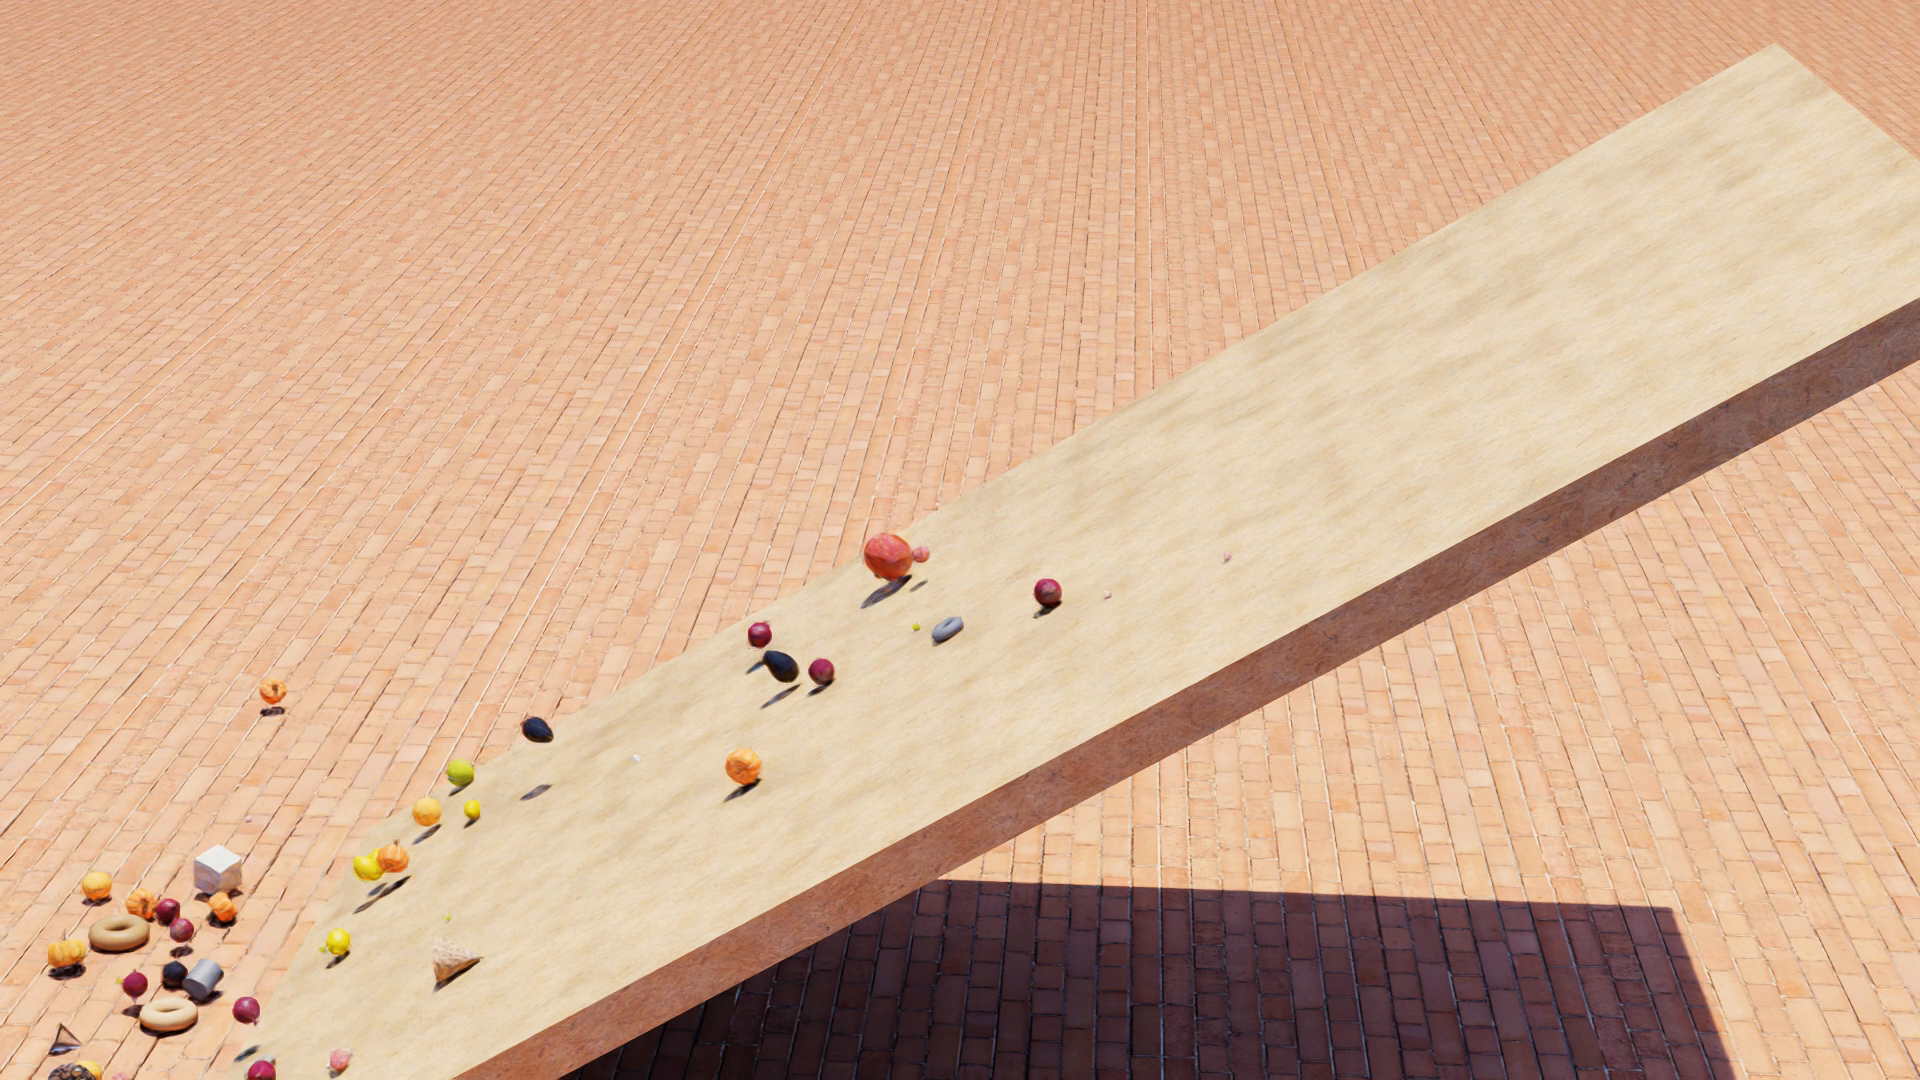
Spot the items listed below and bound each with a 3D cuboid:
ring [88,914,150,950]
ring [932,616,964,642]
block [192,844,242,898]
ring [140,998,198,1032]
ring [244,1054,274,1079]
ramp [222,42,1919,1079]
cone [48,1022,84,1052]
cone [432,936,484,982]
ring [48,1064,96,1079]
[{"bbox_3d":[-2.064,0.963,7.221,0.146,0.049,0.146,1,19,0],"label":"ring"},{"bbox_3d":[-0.027,0.191,6.314,0.077,0.026,0.077,-31,14,9],"label":"ring"},{"bbox_3d":[-1.880,0.841,7.452,0.084,0.084,0.084,23,31,21],"label":"block"},{"bbox_3d":[-1.836,1.101,6.825,0.134,0.045,0.134,0,14,0],"label":"ring"},{"bbox_3d":[-1.501,1.130,6.300,0.075,0.025,0.075,-30,13,8],"label":"ring"},{"bbox_3d":[0.142,0.168,6.288,4.000,0.100,2.000,-29,15,13],"label":"ramp"},{"bbox_3d":[-2.034,1.146,6.718,0.072,0.072,0.072,22,12,-20],"label":"cone"},{"bbox_3d":[-1.039,0.873,6.138,0.097,0.097,0.097,-4,19,6],"label":"cone"},{"bbox_3d":[-1.940,1.202,6.424,0.119,0.119,0.040,3,7,8],"label":"ring"}]
